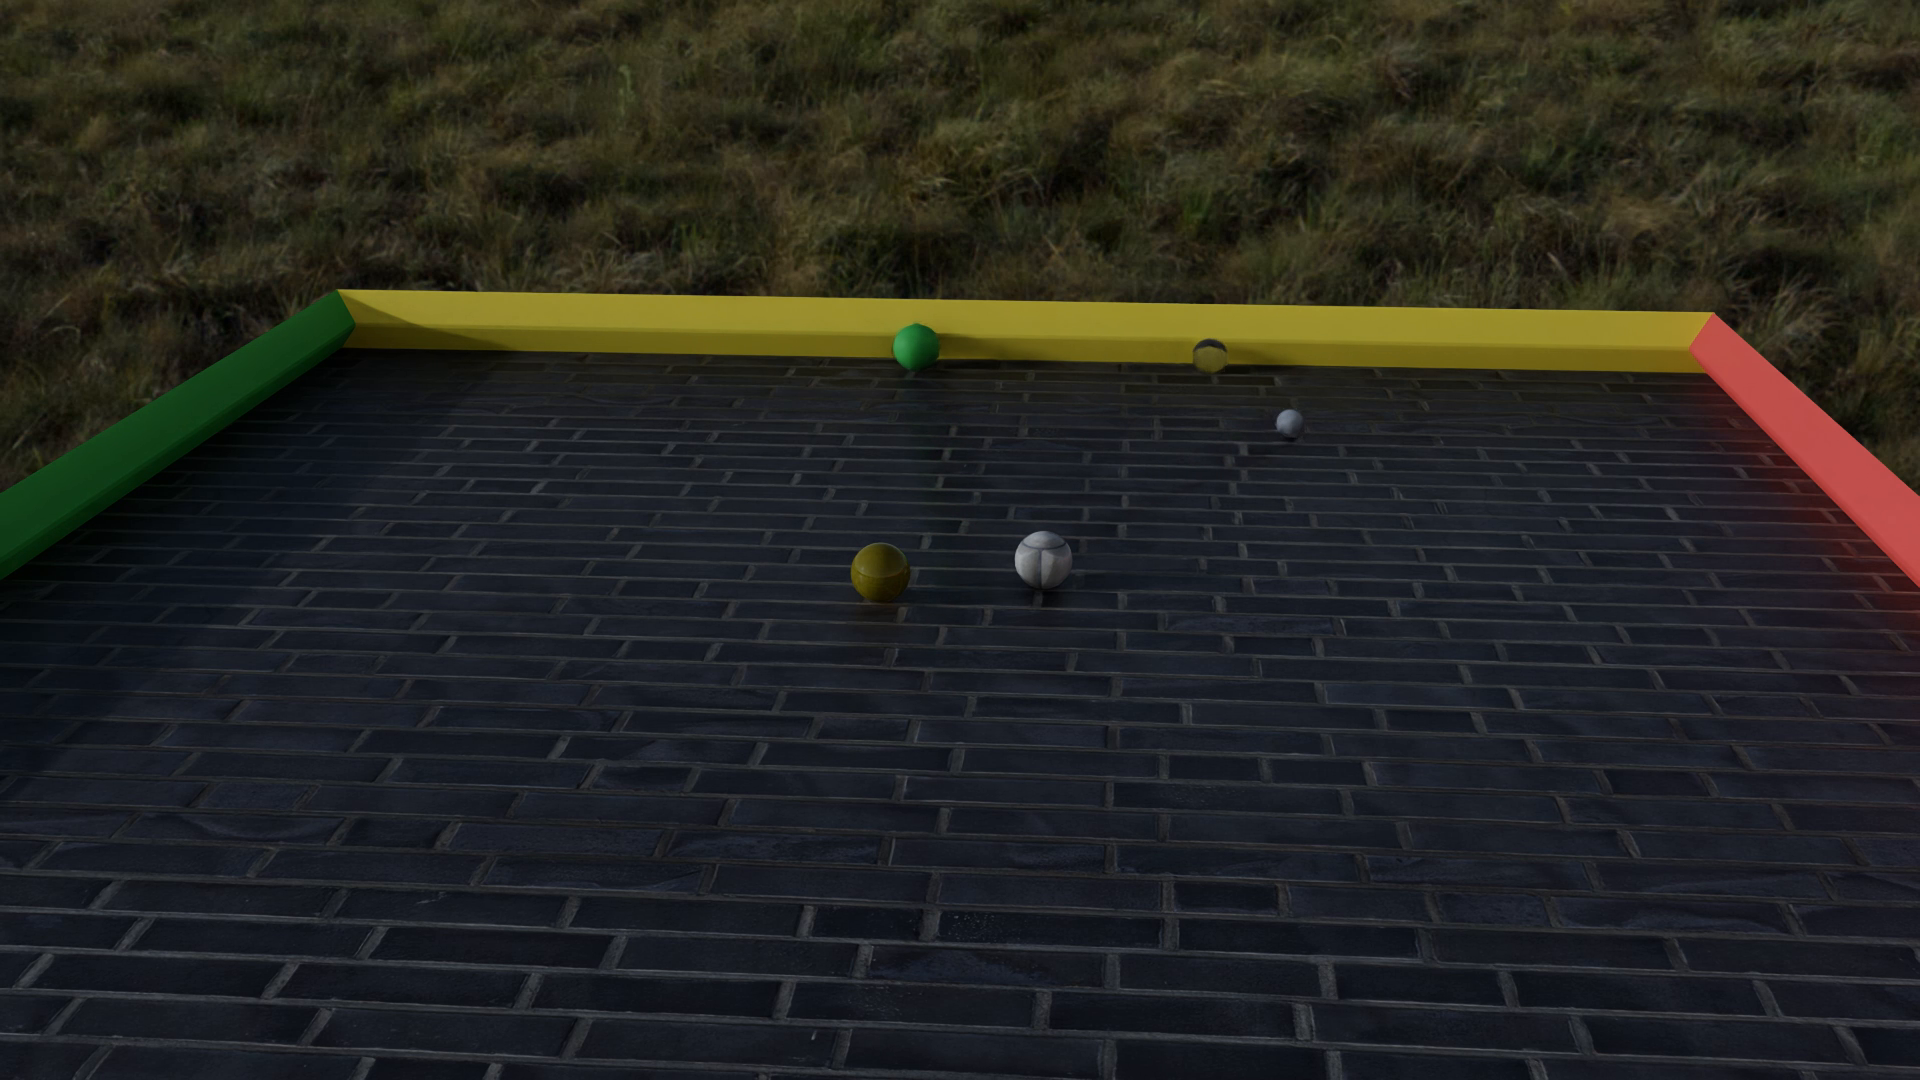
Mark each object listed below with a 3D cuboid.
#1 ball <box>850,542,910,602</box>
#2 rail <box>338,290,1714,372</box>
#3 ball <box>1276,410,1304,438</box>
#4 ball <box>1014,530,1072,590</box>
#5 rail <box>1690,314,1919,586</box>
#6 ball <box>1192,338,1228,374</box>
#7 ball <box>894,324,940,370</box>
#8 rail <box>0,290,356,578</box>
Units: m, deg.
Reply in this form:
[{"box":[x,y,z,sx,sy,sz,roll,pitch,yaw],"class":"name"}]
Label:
[{"box":[-0.094,0.038,2.603,0.071,0.071,0.071,0,19,0],"class":"ball"},{"box":[0.081,-0.349,3.707,2.330,0.101,0.045,1,19,4],"class":"rail"},{"box":[0.492,-0.173,3.278,0.043,0.043,0.043,0,19,0],"class":"ball"},{"box":[0.101,0.024,2.648,0.070,0.070,0.070,0,19,0],"class":"ball"},{"box":[1.055,0.349,1.628,0.045,0.101,4.268,1,19,4],"class":"rail"},{"box":[0.414,-0.305,3.647,0.058,0.058,0.058,0,19,0],"class":"ball"},{"box":[-0.072,-0.321,3.664,0.078,0.078,0.078,0,19,0],"class":"ball"},{"box":[-1.221,0.293,1.797,0.045,0.101,4.268,1,19,4],"class":"rail"}]
